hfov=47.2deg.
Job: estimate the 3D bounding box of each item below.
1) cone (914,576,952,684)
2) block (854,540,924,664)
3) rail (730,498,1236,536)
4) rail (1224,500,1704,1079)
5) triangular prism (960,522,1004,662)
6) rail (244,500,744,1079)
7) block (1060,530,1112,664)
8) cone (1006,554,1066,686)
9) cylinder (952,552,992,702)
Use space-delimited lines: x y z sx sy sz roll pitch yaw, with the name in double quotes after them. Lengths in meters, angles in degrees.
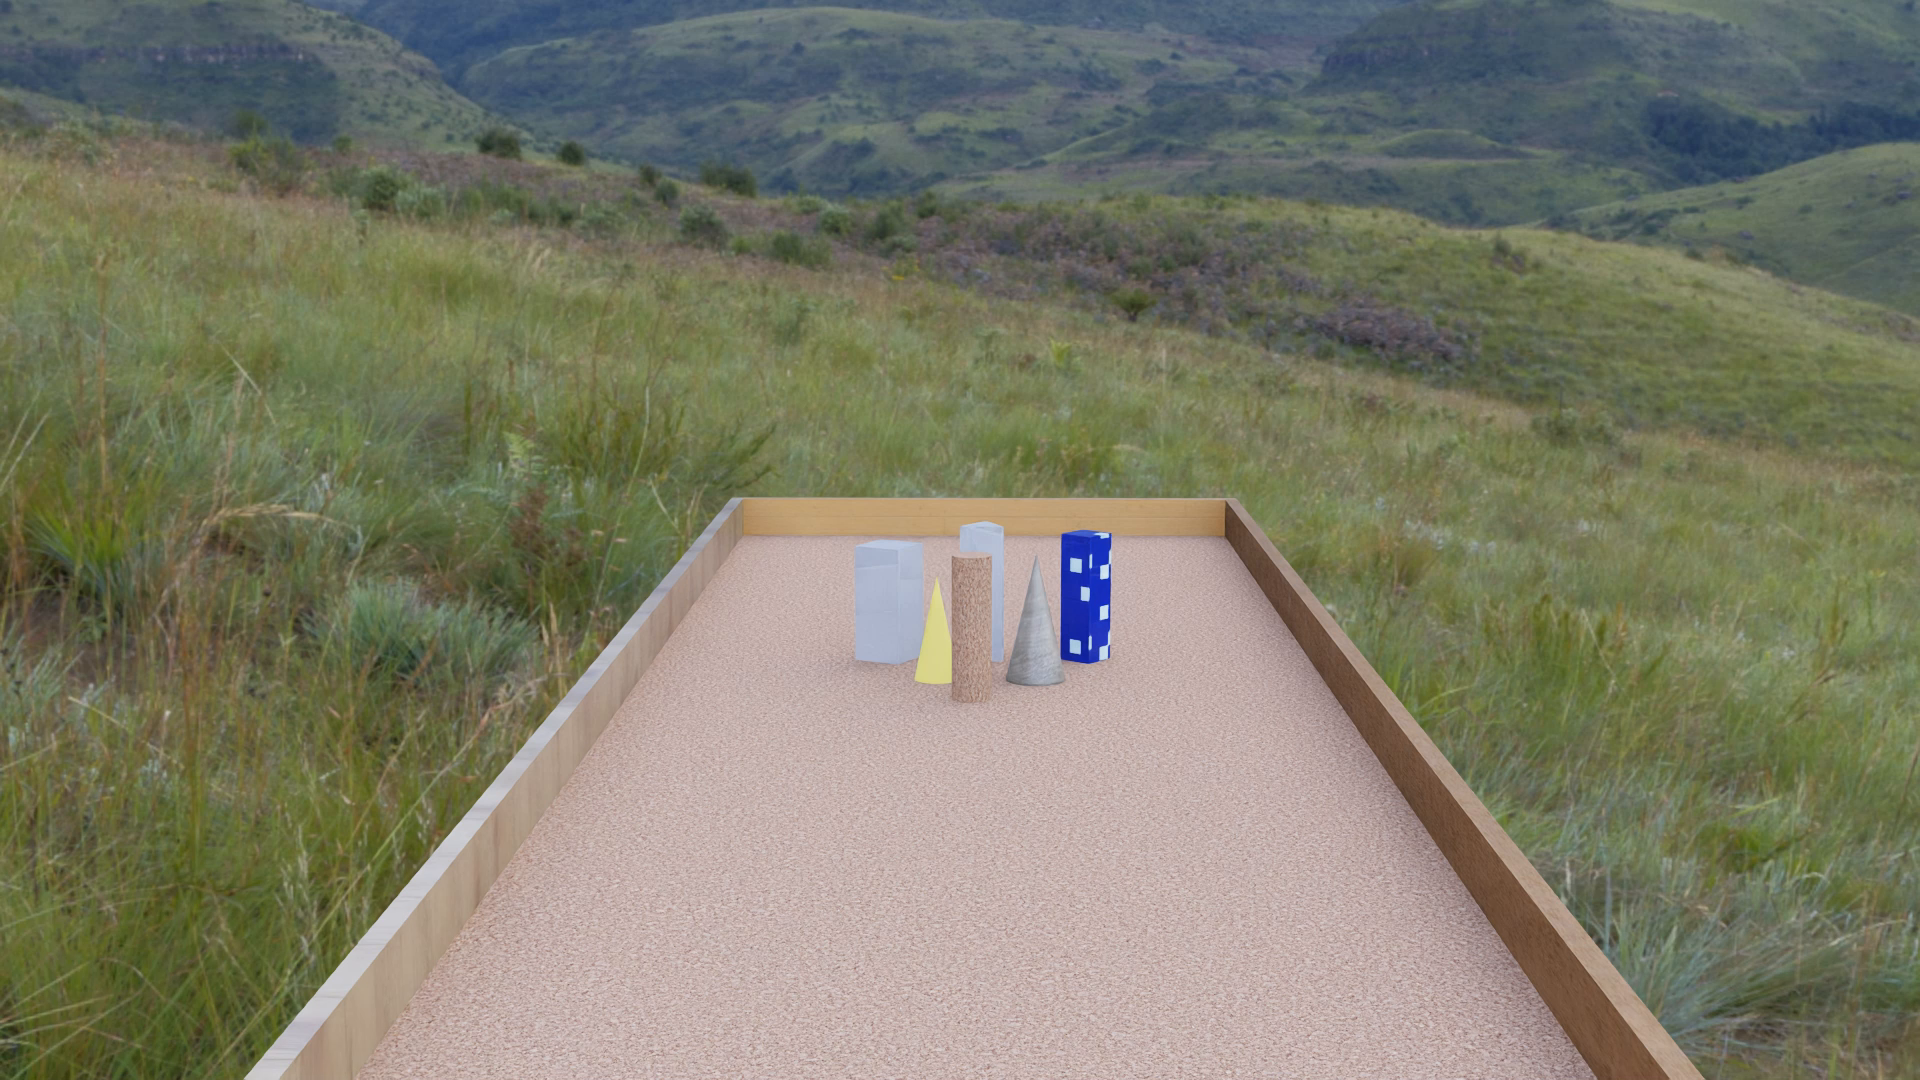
-0.067 0.255 6.419 0.133 0.307 0.133 0 9 0 "cone"
-0.216 0.187 6.710 0.152 0.351 0.152 5 10 28 "block"
0.099 -0.098 9.147 2.100 0.150 0.050 0 9 1 "rail"
1.046 0.843 3.208 0.050 0.150 12.000 0 9 1 "rail"
0.073 0.155 6.711 0.130 0.413 0.113 1 9 8 "triangular prism"
-1.004 0.839 3.234 0.050 0.150 12.000 0 9 1 "rail"
0.383 0.171 6.690 0.108 0.387 0.108 8 12 40 "block"
0.222 0.222 6.403 0.176 0.377 0.176 0 9 0 "cone"
0.033 0.244 6.163 0.113 0.410 0.113 0 9 0 "cylinder"
